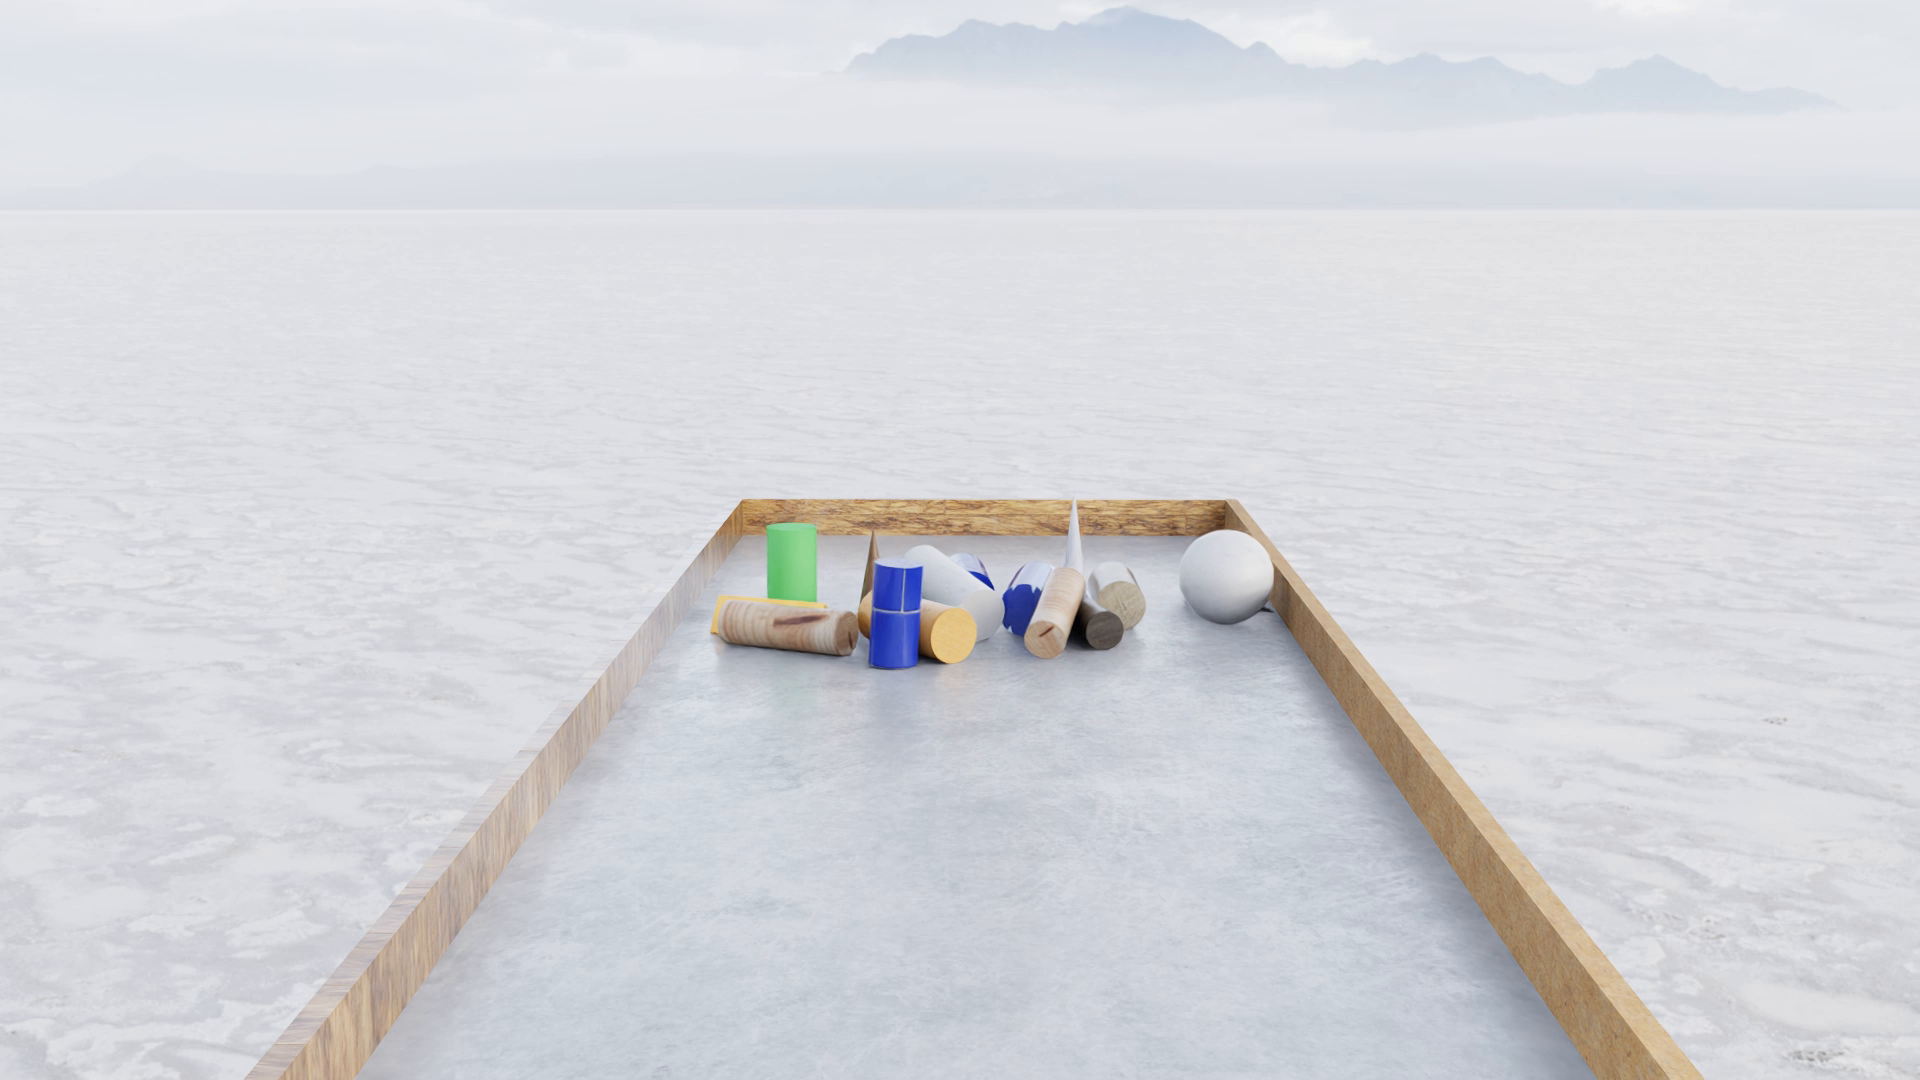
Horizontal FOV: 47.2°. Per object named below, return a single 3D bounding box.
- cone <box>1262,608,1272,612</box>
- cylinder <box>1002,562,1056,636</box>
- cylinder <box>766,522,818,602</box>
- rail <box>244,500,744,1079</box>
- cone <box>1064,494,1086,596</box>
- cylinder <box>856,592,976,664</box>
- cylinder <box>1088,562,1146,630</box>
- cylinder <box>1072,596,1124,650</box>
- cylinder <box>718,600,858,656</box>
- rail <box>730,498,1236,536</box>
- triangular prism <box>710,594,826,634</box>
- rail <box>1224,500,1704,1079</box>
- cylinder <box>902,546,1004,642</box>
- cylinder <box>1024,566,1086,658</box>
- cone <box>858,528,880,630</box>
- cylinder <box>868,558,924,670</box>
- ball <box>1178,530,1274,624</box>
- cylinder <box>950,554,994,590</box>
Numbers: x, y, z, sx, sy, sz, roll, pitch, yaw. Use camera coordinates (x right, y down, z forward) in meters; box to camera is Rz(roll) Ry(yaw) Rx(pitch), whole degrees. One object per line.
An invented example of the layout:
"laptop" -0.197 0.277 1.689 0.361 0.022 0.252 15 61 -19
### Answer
"cone" 0.940 0.201 7.579 0.102 0.102 0.378 -9 20 -43
"cylinder" 0.236 0.191 7.259 0.172 0.172 0.448 1 9 7
"cylinder" -0.551 0.118 7.218 0.164 0.328 0.164 0 9 0
"rail" -1.004 0.839 3.234 0.050 0.150 12.000 0 9 1
"cone" 0.373 0.057 7.202 0.113 0.453 0.113 0 9 0
"cylinder" -0.137 0.264 6.804 0.170 0.170 0.408 -6 11 -35
"cylinder" 0.521 0.184 7.332 0.163 0.163 0.388 0 9 0
"cylinder" 0.414 0.258 6.996 0.122 0.122 0.333 -2 9 -13
"cylinder" -0.537 0.271 6.852 0.430 0.140 0.140 5 10 27
"rail" 0.099 -0.098 9.147 2.100 0.150 0.050 0 9 1
"triangular prism" -0.604 0.245 7.077 0.386 0.114 0.132 4 10 23
"rail" 1.046 0.843 3.208 0.050 0.150 12.000 0 9 1
"cylinder" -0.034 0.169 7.120 0.177 0.177 0.415 -5 22 -29
"cylinder" 0.299 0.224 6.860 0.128 0.128 0.382 2 26 13
"cone" -0.282 0.119 7.178 0.122 0.338 0.122 0 9 0
"cylinder" -0.193 0.221 6.600 0.148 0.309 0.148 4 10 -1
"ball" 0.878 0.122 7.243 0.313 0.313 0.313 0 9 0
"cylinder" 0.022 0.157 7.485 0.168 0.168 0.365 -1 9 -4
